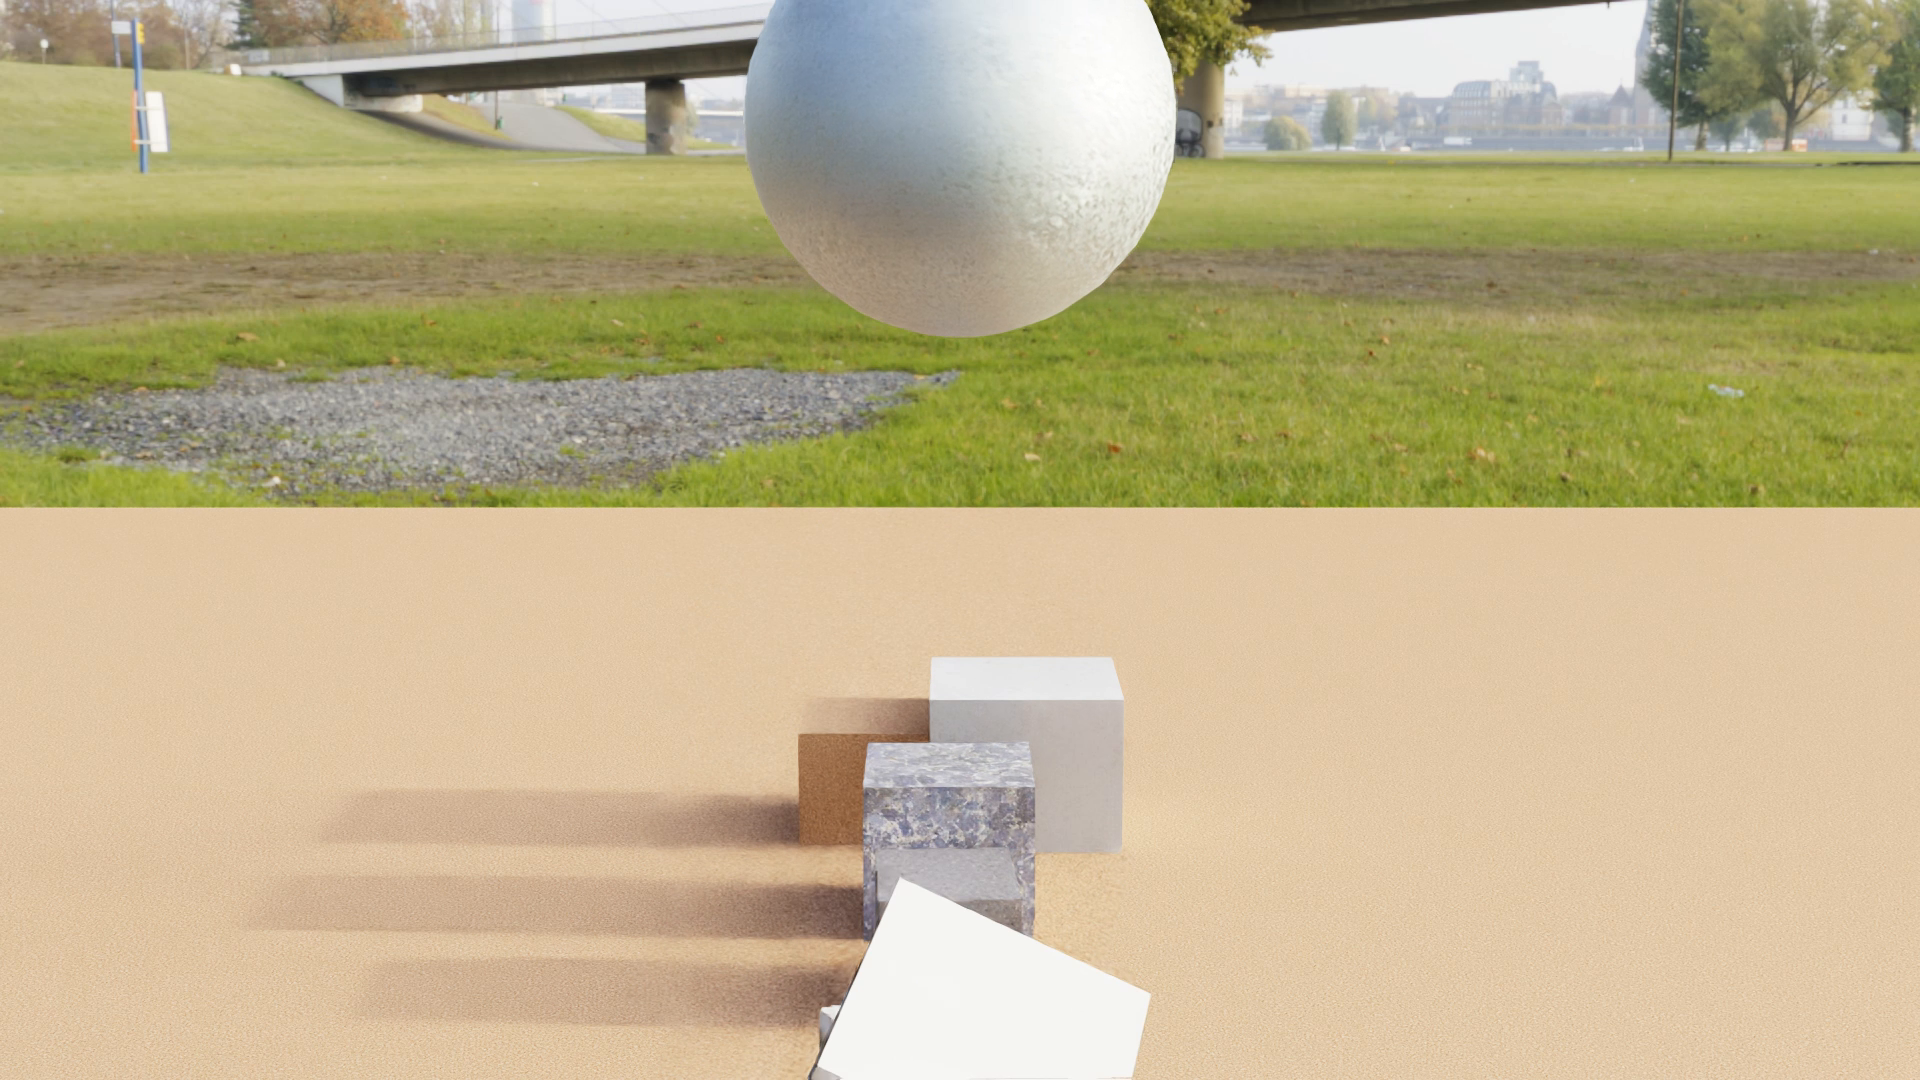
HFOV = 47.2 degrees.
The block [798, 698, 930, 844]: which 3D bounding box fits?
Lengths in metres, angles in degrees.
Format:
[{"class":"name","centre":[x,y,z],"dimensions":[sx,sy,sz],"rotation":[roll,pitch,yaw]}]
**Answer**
[{"class":"block","centre":[-0.485,1.190,11.400],"dimensions":[0.652,0.580,0.708],"rotation":[0,10,0]}]

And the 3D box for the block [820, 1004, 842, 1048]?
[{"class":"block","centre":[-0.015,1.910,7.175],"dimensions":[0.623,0.674,0.722],"rotation":[-6,12,-29]}]

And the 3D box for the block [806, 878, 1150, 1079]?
[{"class":"block","centre":[-0.049,1.392,5.131],"dimensions":[0.665,0.706,0.747],"rotation":[25,27,2]}]

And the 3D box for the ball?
[{"class":"ball","centre":[0.000,-1.555,8.147],"dimensions":[1.600,1.600,1.600],"rotation":[0,10,0]}]

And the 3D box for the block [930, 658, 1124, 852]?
[{"class":"block","centre":[0.330,1.093,11.353],"dimensions":[0.960,0.787,0.904],"rotation":[0,10,0]}]

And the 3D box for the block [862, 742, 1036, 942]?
[{"class":"block","centre":[-0.052,1.368,10.063],"dimensions":[0.756,0.709,0.729],"rotation":[0,10,-1]}]

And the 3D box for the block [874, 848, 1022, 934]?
[{"class":"block","centre":[-0.057,1.635,9.069],"dimensions":[0.569,0.539,0.647],"rotation":[-1,10,-3]}]
